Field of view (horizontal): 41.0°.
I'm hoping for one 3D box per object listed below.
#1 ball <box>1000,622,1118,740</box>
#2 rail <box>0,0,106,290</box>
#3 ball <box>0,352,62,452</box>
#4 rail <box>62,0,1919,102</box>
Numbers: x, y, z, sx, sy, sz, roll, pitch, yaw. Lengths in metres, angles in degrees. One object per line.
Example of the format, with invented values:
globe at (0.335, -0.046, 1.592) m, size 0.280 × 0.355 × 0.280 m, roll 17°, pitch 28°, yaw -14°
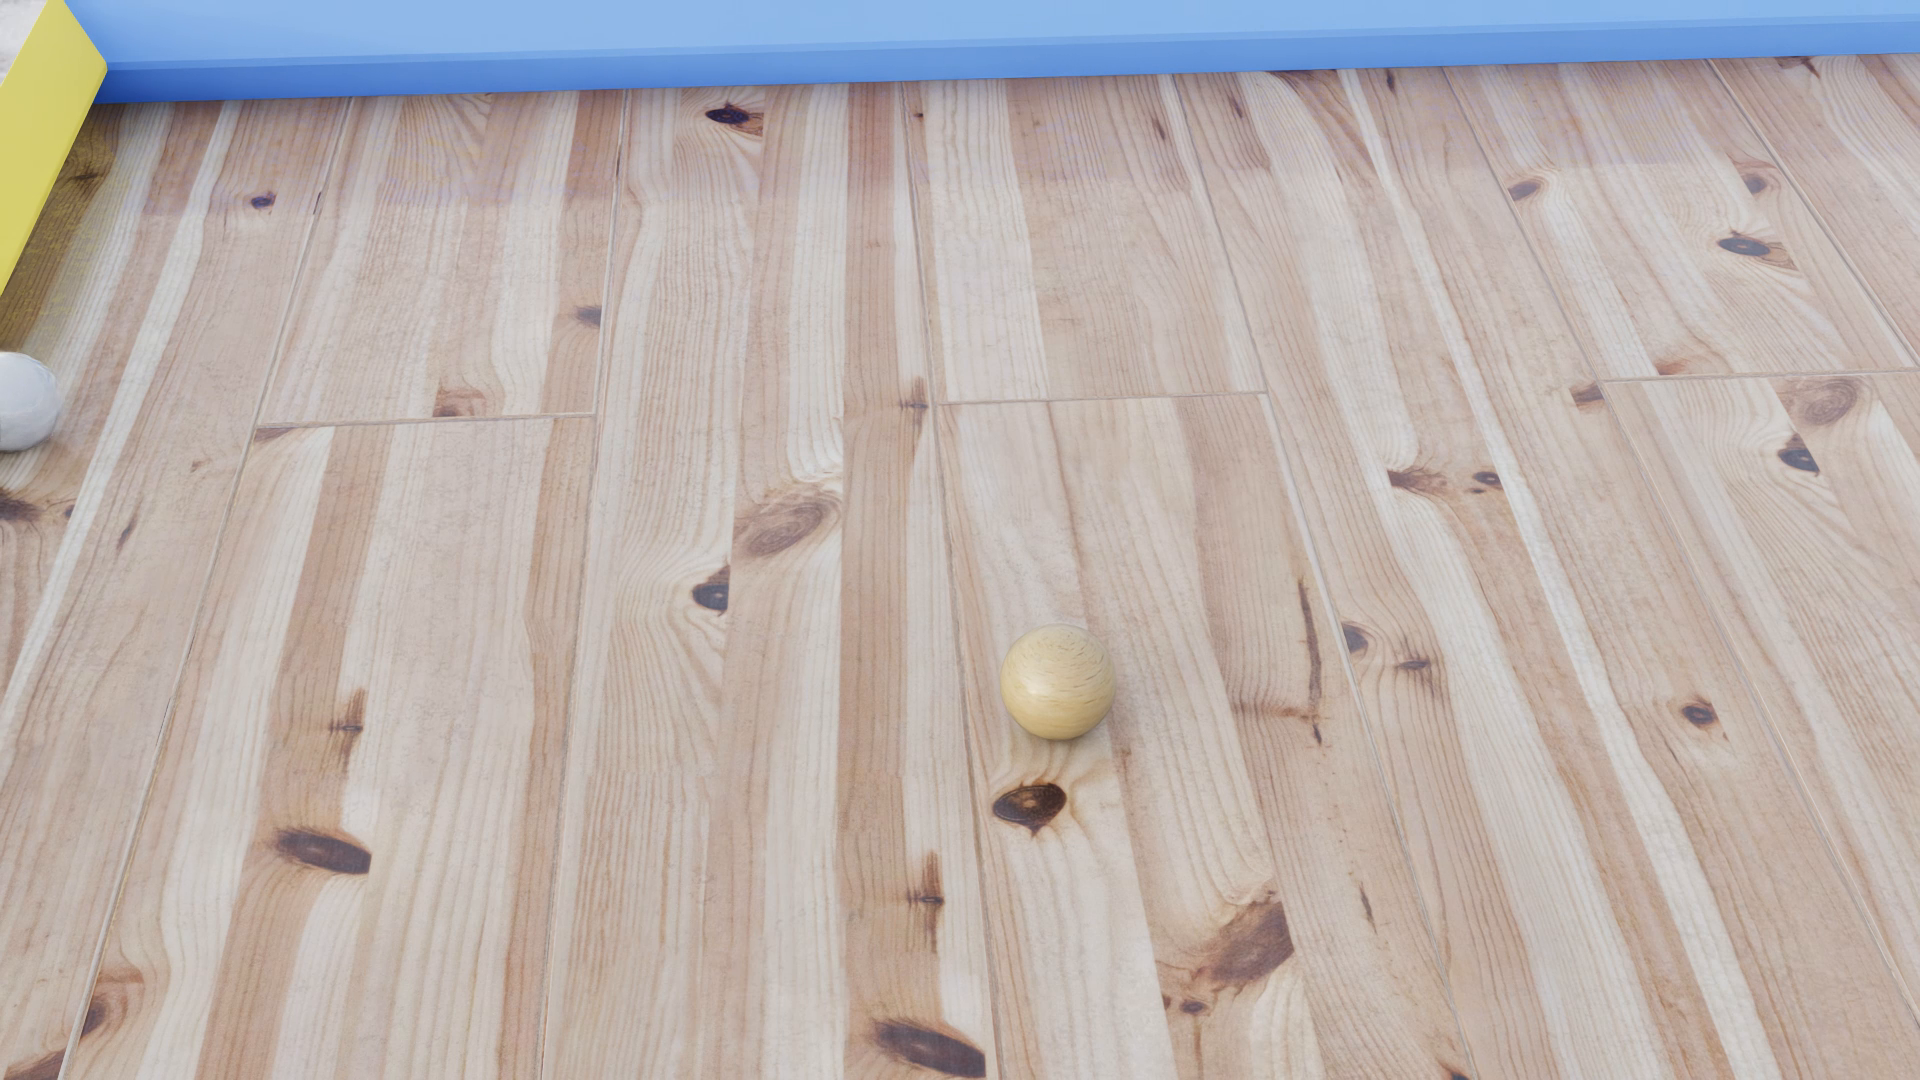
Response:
ball at (0.061, 0.087, 1.583) m, size 0.073 × 0.073 × 0.073 m, roll 0°, pitch 36°, yaw 0°
rail at (-0.724, 0.011, 1.656) m, size 0.045 × 0.110 × 1.551 m, roll -2°, pitch 36°, yaw -3°
ball at (-0.683, -0.099, 1.844) m, size 0.071 × 0.071 × 0.071 m, roll 0°, pitch 36°, yaw 0°
rail at (0.699, -0.482, 2.341) m, size 2.995 × 0.110 × 0.045 m, roll -2°, pitch 36°, yaw -3°
